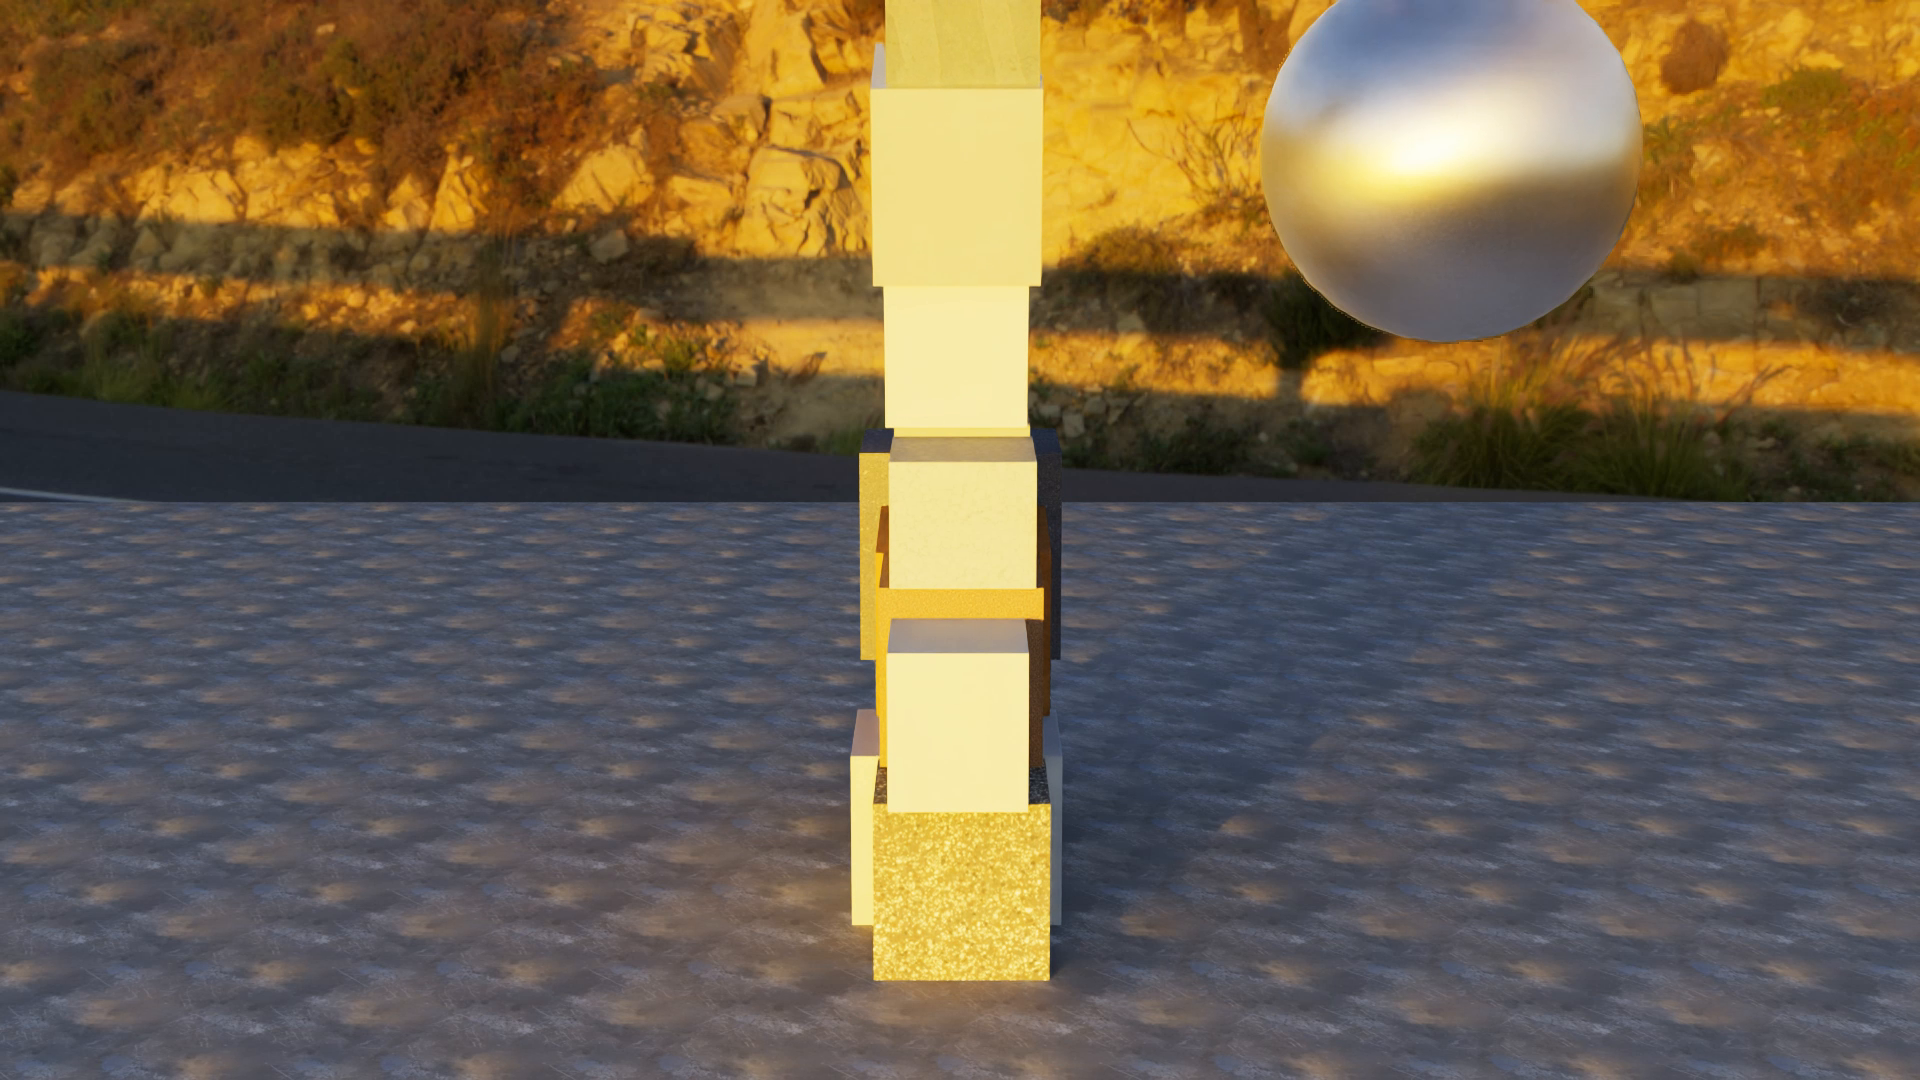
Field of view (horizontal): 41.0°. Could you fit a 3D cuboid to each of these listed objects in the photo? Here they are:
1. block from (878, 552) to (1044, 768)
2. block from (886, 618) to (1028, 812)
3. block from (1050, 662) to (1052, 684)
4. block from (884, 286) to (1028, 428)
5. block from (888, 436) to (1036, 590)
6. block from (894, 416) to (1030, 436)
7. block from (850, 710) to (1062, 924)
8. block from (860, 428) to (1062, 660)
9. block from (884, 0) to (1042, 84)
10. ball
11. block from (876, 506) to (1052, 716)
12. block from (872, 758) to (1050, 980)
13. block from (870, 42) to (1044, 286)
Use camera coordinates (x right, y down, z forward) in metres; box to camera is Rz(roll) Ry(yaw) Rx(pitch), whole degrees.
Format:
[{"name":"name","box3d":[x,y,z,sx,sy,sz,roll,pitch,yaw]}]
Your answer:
[{"name":"block","box3d":[0.005,0.485,10.701,0.662,0.746,0.717,0,12,0]},{"name":"block","box3d":[-0.008,0.678,10.061,0.538,0.625,0.609,0,11,0]},{"name":"block","box3d":[0.016,0.896,12.369,0.814,0.811,0.789,0,10,0]},{"name":"block","box3d":[-0.015,-0.889,10.836,0.590,0.651,0.586,0,25,0]},{"name":"block","box3d":[0.011,-0.119,10.512,0.586,0.514,0.631,0,12,0]},{"name":"block","box3d":[0.008,-0.293,11.133,0.570,0.573,0.631,0,14,0]},{"name":"block","box3d":[-0.014,1.177,11.004,0.873,0.731,0.732,0,12,0]},{"name":"block","box3d":[0.003,0.005,12.289,0.931,0.972,0.837,0,10,0]},{"name":"block","box3d":[0.012,-2.199,10.213,0.605,0.631,0.571,0,25,0]},{"name":"ball","box3d":[2.074,-1.641,10.882,1.600,1.600,1.600,0,10,0]},{"name":"block","box3d":[0.014,0.305,11.471,0.753,0.735,0.822,0,15,0]},{"name":"block","box3d":[0.006,1.314,10.319,0.689,0.718,0.653,0,11,0]},{"name":"block","box3d":[-0.012,-1.550,10.525,0.678,0.810,0.727,0,25,0]}]
